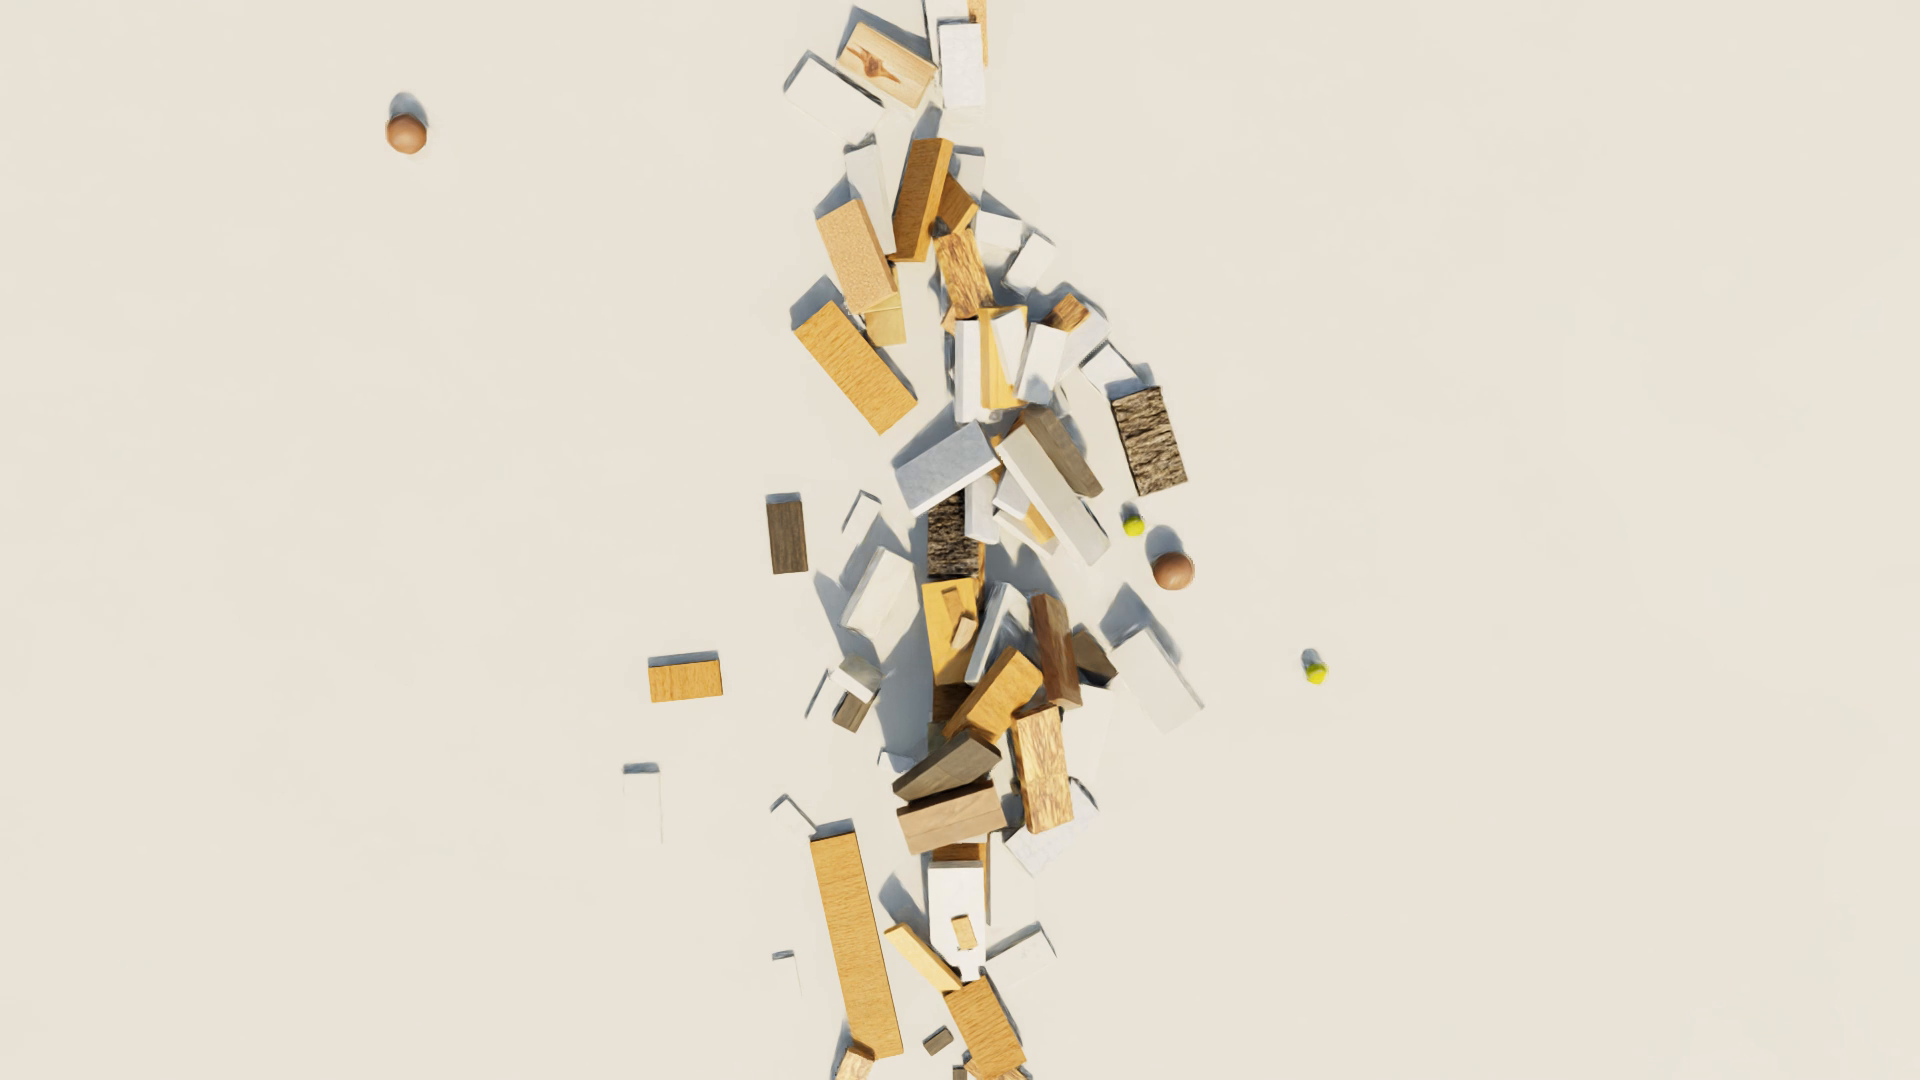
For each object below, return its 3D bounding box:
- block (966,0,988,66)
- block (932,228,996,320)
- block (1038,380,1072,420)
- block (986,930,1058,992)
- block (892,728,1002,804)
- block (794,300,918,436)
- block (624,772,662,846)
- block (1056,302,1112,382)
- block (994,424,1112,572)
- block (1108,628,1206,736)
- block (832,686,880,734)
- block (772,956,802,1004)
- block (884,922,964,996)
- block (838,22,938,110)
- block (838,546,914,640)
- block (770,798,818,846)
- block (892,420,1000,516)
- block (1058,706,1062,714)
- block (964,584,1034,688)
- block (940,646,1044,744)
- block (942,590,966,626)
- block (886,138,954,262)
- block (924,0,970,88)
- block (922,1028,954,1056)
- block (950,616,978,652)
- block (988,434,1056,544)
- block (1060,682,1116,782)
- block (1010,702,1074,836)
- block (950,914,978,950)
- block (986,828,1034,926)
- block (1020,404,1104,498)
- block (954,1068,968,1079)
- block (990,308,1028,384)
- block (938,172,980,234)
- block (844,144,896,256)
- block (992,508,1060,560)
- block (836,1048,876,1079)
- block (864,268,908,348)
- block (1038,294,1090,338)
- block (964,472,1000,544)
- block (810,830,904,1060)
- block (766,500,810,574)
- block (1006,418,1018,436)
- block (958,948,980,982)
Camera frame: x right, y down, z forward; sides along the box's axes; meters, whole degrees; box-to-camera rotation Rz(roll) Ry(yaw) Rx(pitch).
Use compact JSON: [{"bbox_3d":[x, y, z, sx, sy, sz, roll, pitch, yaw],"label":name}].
[{"bbox_3d":[0.007,-2.007,5.479,0.152,0.043,0.855,-1,90,0],"label":"block"},{"bbox_3d":[0.015,-0.861,5.346,0.135,0.038,0.270,-23,98,-32],"label":"block"},{"bbox_3d":[0.292,-0.481,5.468,0.088,0.025,0.176,-26,78,-1],"label":"block"},{"bbox_3d":[0.200,1.398,5.484,0.220,0.031,0.110,-29,90,0],"label":"block"},{"bbox_3d":[-0.042,0.729,5.193,0.320,0.045,0.160,-38,129,17],"label":"block"},{"bbox_3d":[-0.342,-0.568,5.449,0.167,0.047,0.442,-40,95,5],"label":"block"},{"bbox_3d":[-1.054,0.894,5.483,0.117,0.033,0.235,-2,90,0],"label":"block"},{"bbox_3d":[0.370,-0.656,5.463,0.252,0.035,0.125,-43,79,-3],"label":"block"},{"bbox_3d":[0.306,-0.140,5.409,0.500,0.041,0.143,54,49,-7],"label":"block"},{"bbox_3d":[0.638,0.462,5.376,0.160,0.045,0.320,-39,80,24],"label":"block"},{"bbox_3d":[-0.344,0.546,5.474,0.087,0.025,0.174,29,89,-17],"label":"block"},{"bbox_3d":[-0.574,1.464,5.489,0.074,0.021,0.149,-11,90,0],"label":"block"},{"bbox_3d":[-0.120,1.379,5.424,0.087,0.025,0.303,-32,107,33],"label":"block"},{"bbox_3d":[-0.239,-1.563,5.435,0.303,0.043,0.152,33,104,10],"label":"block"},{"bbox_3d":[-0.276,0.176,5.435,0.041,0.143,0.286,28,90,45],"label":"block"},{"bbox_3d":[-0.554,0.941,5.489,0.074,0.021,0.148,-42,90,0],"label":"block"},{"bbox_3d":[-0.045,-0.236,5.400,0.333,0.047,0.167,-32,60,13],"label":"block"},{"bbox_3d":[0.377,0.578,5.487,0.094,0.027,0.188,30,90,0],"label":"block"},{"bbox_3d":[0.133,0.336,5.329,0.050,0.176,0.352,-2,59,40],"label":"block"},{"bbox_3d":[0.107,0.524,5.232,0.352,0.050,0.176,-52,130,-8],"label":"block"},{"bbox_3d":[-0.016,0.218,5.313,0.053,0.015,0.105,-19,87,-1],"label":"block"},{"bbox_3d":[-0.134,-1.115,5.420,0.047,0.166,0.403,13,90,-38],"label":"block"},{"bbox_3d":[-0.045,-1.757,5.438,0.135,0.038,0.514,-7,90,0],"label":"block"},{"bbox_3d":[-0.071,1.673,5.493,0.095,0.013,0.047,-36,90,0],"label":"block"},{"bbox_3d":[0.013,0.304,5.299,0.053,0.015,0.105,19,94,-4],"label":"block"},{"bbox_3d":[0.200,-0.169,5.439,0.116,0.033,0.382,-34,85,-37],"label":"block"},{"bbox_3d":[0.401,0.630,5.451,0.153,0.043,0.306,13,93,-8],"label":"block"},{"bbox_3d":[0.266,0.739,5.326,0.153,0.043,0.407,-17,108,-24],"label":"block"},{"bbox_3d":[0.014,1.288,5.407,0.057,0.016,0.113,-16,106,5],"label":"block"},{"bbox_3d":[0.166,1.113,5.453,0.154,0.044,0.309,0,90,-20],"label":"block"},{"bbox_3d":[0.330,-0.288,5.359,0.047,0.166,0.332,-40,111,-11],"label":"block"},{"bbox_3d":[0.003,1.809,5.493,0.047,0.013,0.095,-2,90,0],"label":"block"},{"bbox_3d":[0.174,-0.631,5.366,0.111,0.031,0.222,-30,116,-31],"label":"block"},{"bbox_3d":[-0.039,-1.112,5.372,0.031,0.289,0.111,19,116,-40],"label":"block"},{"bbox_3d":[-0.296,-1.113,5.448,0.125,0.035,0.354,-9,90,37],"label":"block"},{"bbox_3d":[0.228,-0.049,5.435,0.232,0.033,0.116,37,53,-9],"label":"block"},{"bbox_3d":[-0.358,1.778,5.458,0.094,0.027,0.191,23,107,2],"label":"block"},{"bbox_3d":[-0.255,-0.770,5.482,0.125,0.035,0.250,-8,90,0],"label":"block"},{"bbox_3d":[0.328,-0.714,5.446,0.194,0.027,0.097,-44,79,-3],"label":"block"},{"bbox_3d":[0.071,-0.120,5.404,0.035,0.125,0.250,-19,64,41],"label":"block"},{"bbox_3d":[-0.343,1.351,5.478,0.154,0.044,0.748,-13,90,0],"label":"block"},{"bbox_3d":[-0.573,-0.007,5.483,0.117,0.033,0.235,-5,90,0],"label":"block"},{"bbox_3d":[0.244,-0.325,5.488,0.176,0.025,0.088,31,90,0],"label":"block"},{"bbox_3d":[0.029,1.399,5.440,0.057,0.016,0.113,-9,106,2],"label":"block"}]
